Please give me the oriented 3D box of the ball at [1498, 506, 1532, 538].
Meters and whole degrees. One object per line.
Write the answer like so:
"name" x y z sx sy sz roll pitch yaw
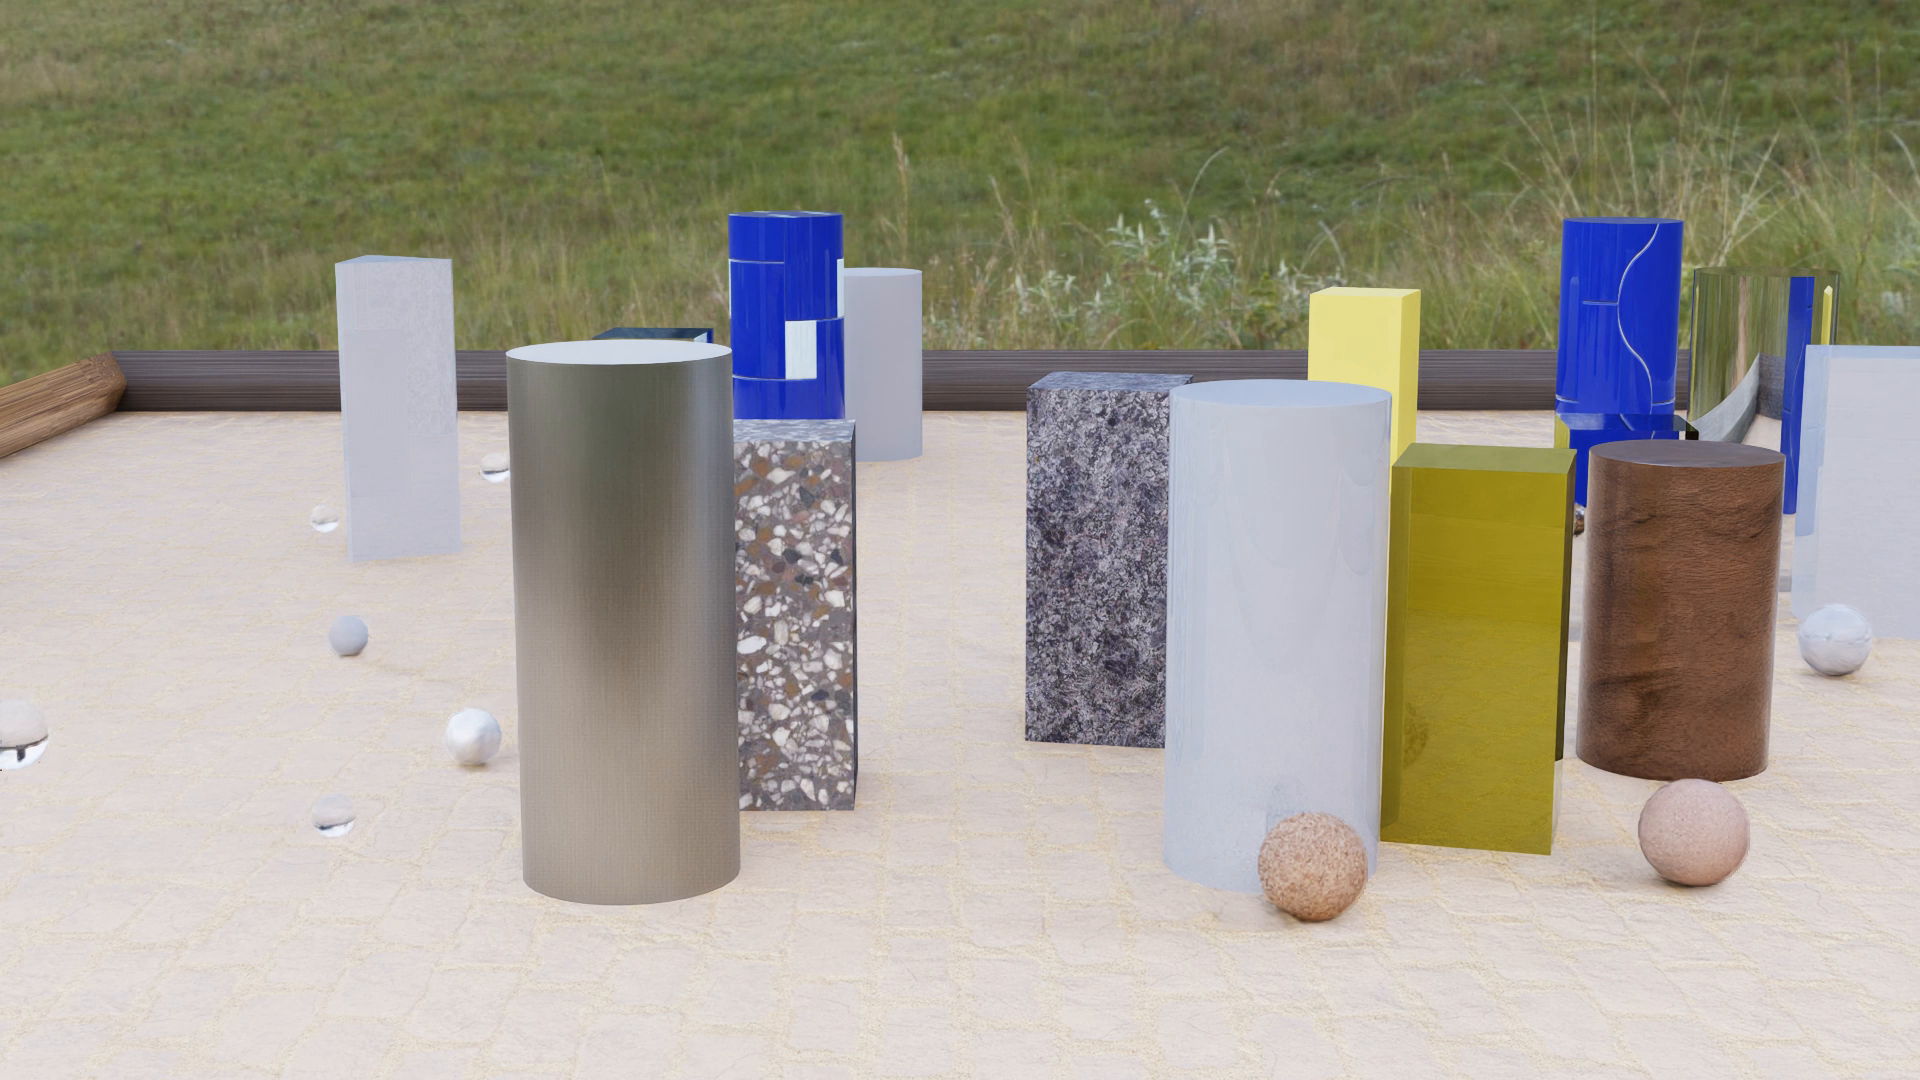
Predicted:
"ball" 0.863 -0.027 3.994 0.051 0.051 0.051 0 10 0

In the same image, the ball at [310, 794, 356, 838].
"ball" -0.598 0.264 2.449 0.041 0.041 0.041 0 10 0

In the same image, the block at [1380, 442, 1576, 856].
"block" 0.498 0.099 2.459 0.159 0.361 0.159 3 11 16

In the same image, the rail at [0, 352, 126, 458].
"rail" -1.769 0.035 3.439 0.045 0.129 4.109 0 10 0

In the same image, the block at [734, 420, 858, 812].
"block" -0.185 0.072 2.583 0.159 0.369 0.159 0 10 -1

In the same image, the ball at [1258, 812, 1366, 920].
"ball" 0.304 0.281 2.213 0.093 0.093 0.093 0 10 0

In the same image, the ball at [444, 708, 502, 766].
"ball" -0.513 0.208 2.703 0.059 0.059 0.059 0 10 0

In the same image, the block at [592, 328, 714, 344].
"block" -0.478 -0.168 4.029 0.159 0.315 0.159 1 11 5

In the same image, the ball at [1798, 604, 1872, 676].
"ball" 1.056 0.121 3.096 0.086 0.086 0.086 0 10 0

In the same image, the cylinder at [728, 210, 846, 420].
"cylinder" -0.300 -0.328 4.458 0.198 0.474 0.198 0 10 0

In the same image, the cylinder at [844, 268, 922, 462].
"cylinder" -0.170 -0.333 4.839 0.198 0.345 0.198 0 10 0

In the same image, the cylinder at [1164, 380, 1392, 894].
"cylinder" 0.287 0.083 2.339 0.198 0.437 0.198 0 10 0

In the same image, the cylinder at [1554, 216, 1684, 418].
"cylinder" 1.117 -0.308 4.365 0.198 0.469 0.198 0 10 0

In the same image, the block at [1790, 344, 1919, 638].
"block" 1.192 -0.066 3.352 0.159 0.361 0.159 1 11 7

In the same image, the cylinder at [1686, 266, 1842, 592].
"cylinder" 1.136 -0.162 3.650 0.198 0.440 0.198 0 10 0

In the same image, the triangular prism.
"triangular prism" -0.865 -0.204 3.876 0.172 0.442 0.149 -5 12 -27

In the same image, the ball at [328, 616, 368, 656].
"ball" -0.764 0.120 3.205 0.050 0.050 0.050 0 10 0

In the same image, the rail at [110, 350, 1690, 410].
"rail" -0.012 -0.336 5.445 3.585 0.129 0.045 0 10 0

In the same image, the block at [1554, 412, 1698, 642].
"block" 0.856 -0.017 3.328 0.159 0.274 0.159 1 11 6

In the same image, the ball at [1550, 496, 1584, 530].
"ball" 0.965 -0.044 4.078 0.053 0.053 0.053 0 10 0

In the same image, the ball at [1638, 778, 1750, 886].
"ball" 0.659 0.262 2.305 0.096 0.096 0.096 0 10 0

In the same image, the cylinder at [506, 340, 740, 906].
"cylinder" -0.300 0.068 2.306 0.198 0.477 0.198 0 10 0

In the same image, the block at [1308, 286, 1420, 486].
"block" 0.702 -0.262 4.468 0.159 0.340 0.159 4 11 21

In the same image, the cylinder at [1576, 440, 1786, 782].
"cylinder" 0.758 0.070 2.705 0.198 0.328 0.198 0 10 0

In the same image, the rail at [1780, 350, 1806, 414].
"rail" 1.769 0.031 3.459 0.045 0.129 4.109 0 10 0

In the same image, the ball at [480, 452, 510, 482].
"ball" -0.821 -0.128 4.532 0.053 0.053 0.053 0 10 0

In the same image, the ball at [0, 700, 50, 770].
"ball" -0.992 0.204 2.684 0.073 0.073 0.073 0 10 0

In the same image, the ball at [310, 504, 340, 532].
"ball" -1.002 -0.034 4.048 0.044 0.044 0.044 0 10 0

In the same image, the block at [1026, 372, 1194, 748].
"block" 0.165 0.018 2.826 0.159 0.387 0.159 2 11 12
